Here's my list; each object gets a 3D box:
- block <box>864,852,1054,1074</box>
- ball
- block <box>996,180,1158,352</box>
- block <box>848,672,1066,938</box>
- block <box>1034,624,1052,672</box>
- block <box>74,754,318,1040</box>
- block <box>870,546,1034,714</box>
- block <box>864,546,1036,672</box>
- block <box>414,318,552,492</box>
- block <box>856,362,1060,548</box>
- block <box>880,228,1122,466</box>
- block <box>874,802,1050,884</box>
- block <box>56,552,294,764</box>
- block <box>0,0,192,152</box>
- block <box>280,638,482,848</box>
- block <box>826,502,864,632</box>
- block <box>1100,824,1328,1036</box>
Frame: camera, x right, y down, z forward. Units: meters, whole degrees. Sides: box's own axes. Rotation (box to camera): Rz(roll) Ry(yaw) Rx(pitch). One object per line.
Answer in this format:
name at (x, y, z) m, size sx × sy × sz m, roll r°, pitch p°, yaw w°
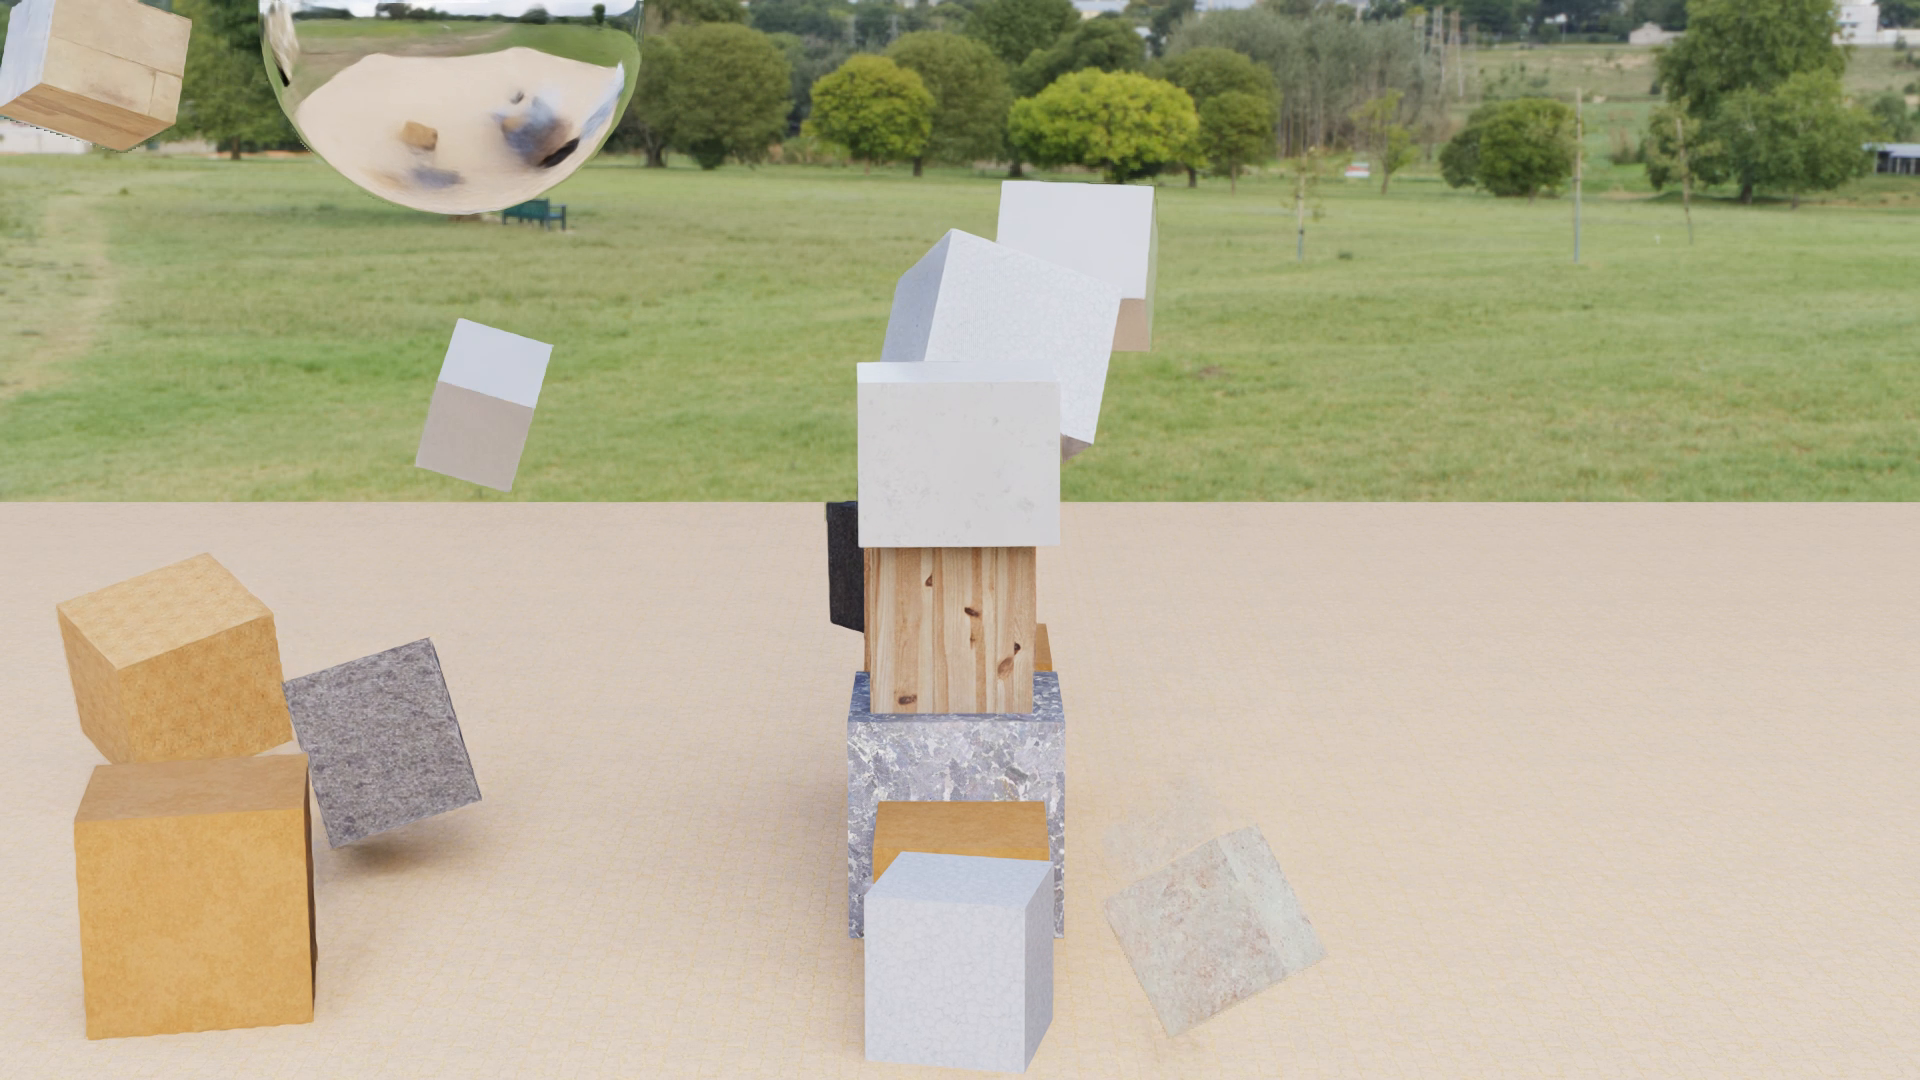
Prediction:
block at (0.004, 1.536, 9.393) m, size 0.585 × 0.617 × 0.551 m, roll 2°, pitch 11°, yaw 12°
ball at (-2.127, -2.173, 10.785) m, size 1.600 × 1.600 × 1.600 m, roll 0°, pitch 10°, yaw 0°
block at (0.600, -1.392, 13.101) m, size 0.760 × 0.600 × 0.752 m, roll 3°, pitch -16°, yaw 7°
block at (-0.015, 1.108, 10.916) m, size 0.884 × 0.915 × 0.907 m, roll 0°, pitch 10°, yaw 0°
block at (-0.008, 0.886, 12.477) m, size 0.878 × 0.791 × 0.889 m, roll 0°, pitch 10°, yaw 0°
block at (-2.905, 1.346, 9.831) m, size 0.808 × 0.834 × 0.796 m, roll -2°, pitch 11°, yaw -13°
block at (-0.038, 0.279, 10.818) m, size 0.668 × 0.752 × 0.713 m, roll 0°, pitch 10°, yaw -1°
block at (-0.053, 0.195, 11.609) m, size 0.754 × 0.760 × 0.731 m, roll 0°, pitch 0°, yaw -2°
block at (-2.657, -0.753, 14.332) m, size 0.542 × 0.608 × 0.628 m, roll 16°, pitch 36°, yaw -10°
block at (-0.018, -0.358, 10.394) m, size 0.792 × 0.652 × 0.711 m, roll 0°, pitch 10°, yaw -2°
block at (0.158, -0.868, 12.366) m, size 0.891 × 0.818 × 0.757 m, roll 17°, pitch -19°, yaw -17°
block at (0.005, 1.409, 10.175) m, size 0.674 × 0.587 × 0.642 m, roll 0°, pitch 10°, yaw 0°
block at (-3.908, 0.663, 12.790) m, size 0.800 × 0.764 × 0.732 m, roll -23°, pitch 38°, yaw -33°
block at (-3.621, -1.979, 10.712) m, size 0.565 × 0.460 × 0.551 m, roll 14°, pitch -14°, yaw -38°
block at (-2.592, 0.913, 11.557) m, size 0.664 × 0.756 × 0.637 m, roll -18°, pitch -2°, yaw -11°
block at (-0.249, 0.117, 12.734) m, size 0.641 × 0.607 × 0.593 m, roll -4°, pitch 6°, yaw -23°
block at (0.894, 1.363, 9.012) m, size 0.493 × 0.520 × 0.436 m, roll -33°, pitch -13°, yaw 22°
